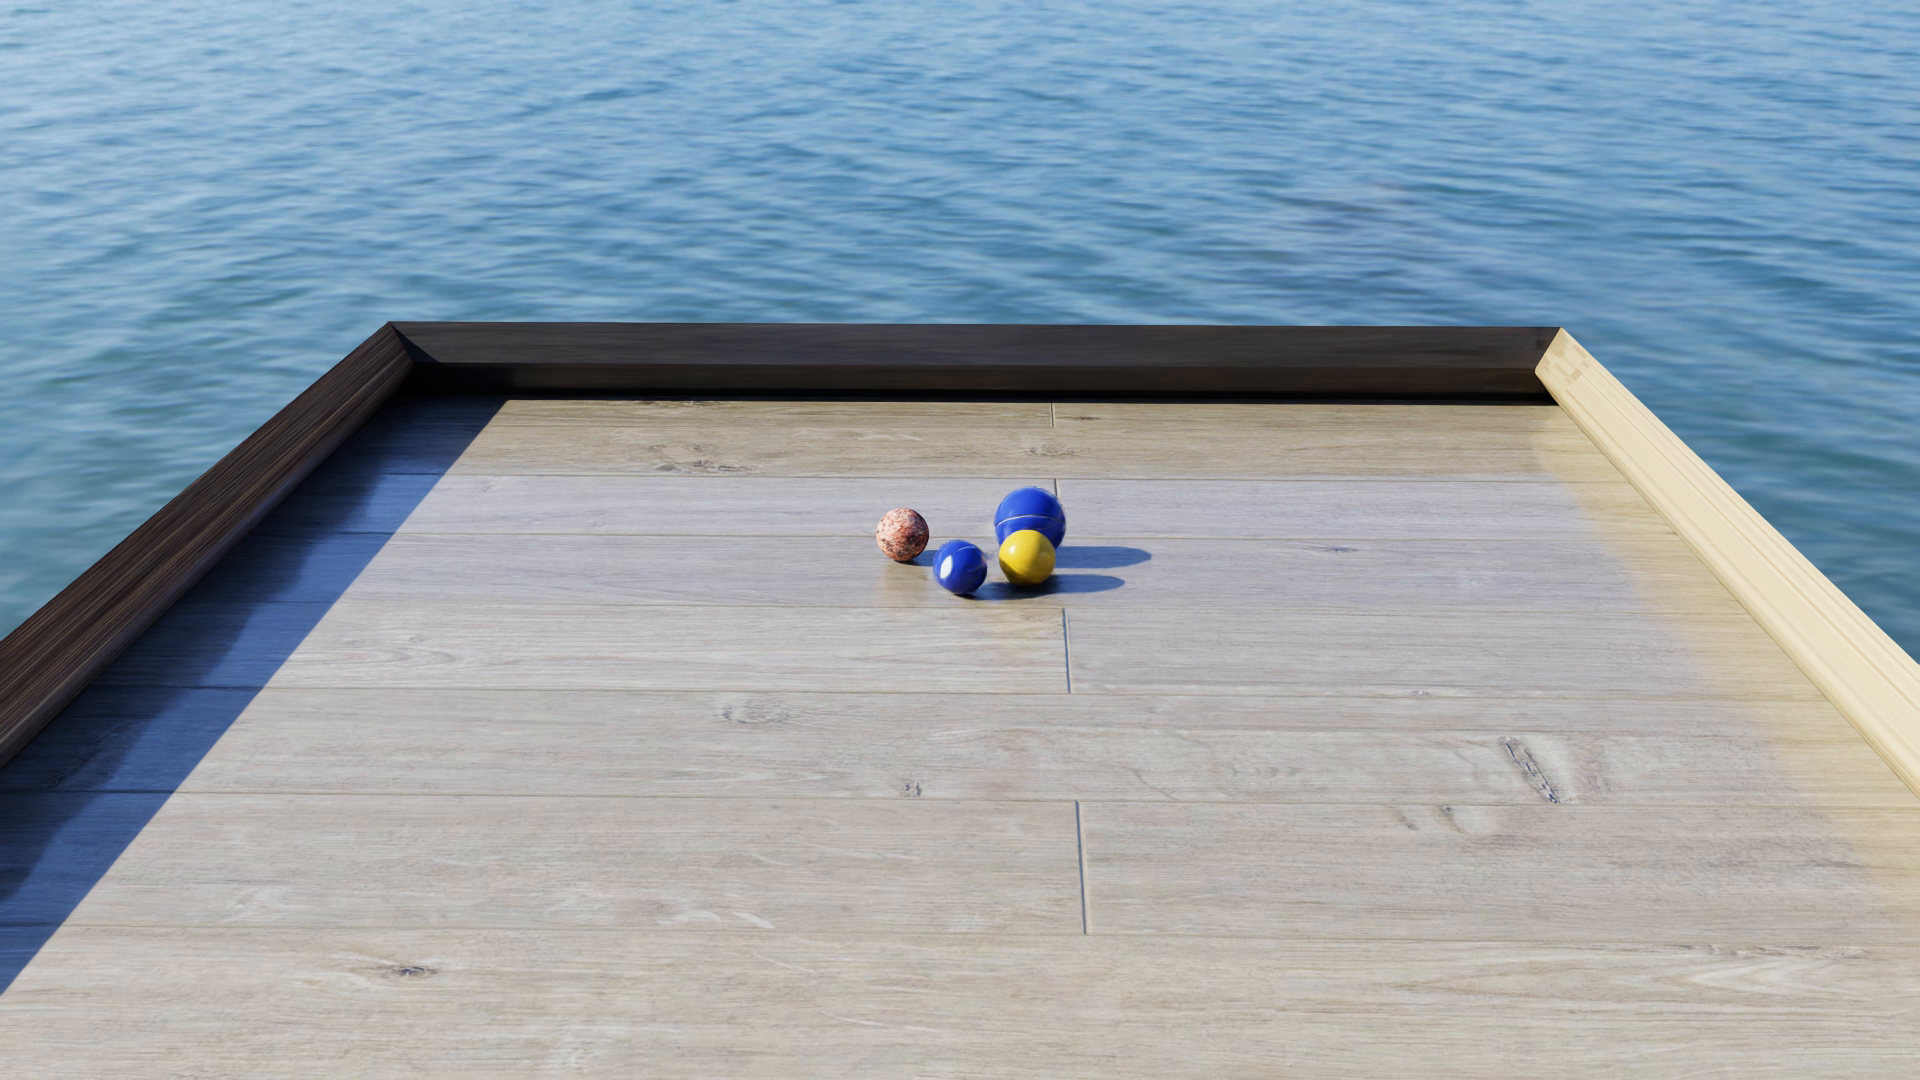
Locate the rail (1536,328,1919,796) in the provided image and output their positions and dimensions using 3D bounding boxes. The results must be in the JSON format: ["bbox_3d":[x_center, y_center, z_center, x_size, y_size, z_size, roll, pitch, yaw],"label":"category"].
[{"bbox_3d":[0.838,0.237,1.788,0.045,0.111,3.173,0,18,1],"label":"rail"}]

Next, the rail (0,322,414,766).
[{"bbox_3d":[-0.874,0.225,1.825,0.045,0.111,3.173,0,18,1],"label":"rail"}]

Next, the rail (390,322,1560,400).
[{"bbox_3d":[0.017,-0.263,3.289,1.760,0.111,0.045,0,18,1],"label":"rail"}]

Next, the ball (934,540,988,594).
[{"bbox_3d":[0.001,0.032,2.488,0.061,0.061,0.061,0,18,0],"label":"ball"}]

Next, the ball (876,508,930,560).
[{"bbox_3d":[-0.068,-0.007,2.599,0.063,0.063,0.063,0,18,0],"label":"ball"}]

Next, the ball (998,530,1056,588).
[{"bbox_3d":[0.077,0.021,2.512,0.066,0.066,0.066,0,18,0],"label":"ball"}]

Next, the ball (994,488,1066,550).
[{"bbox_3d":[0.082,-0.018,2.597,0.086,0.086,0.086,0,18,0],"label":"ball"}]
